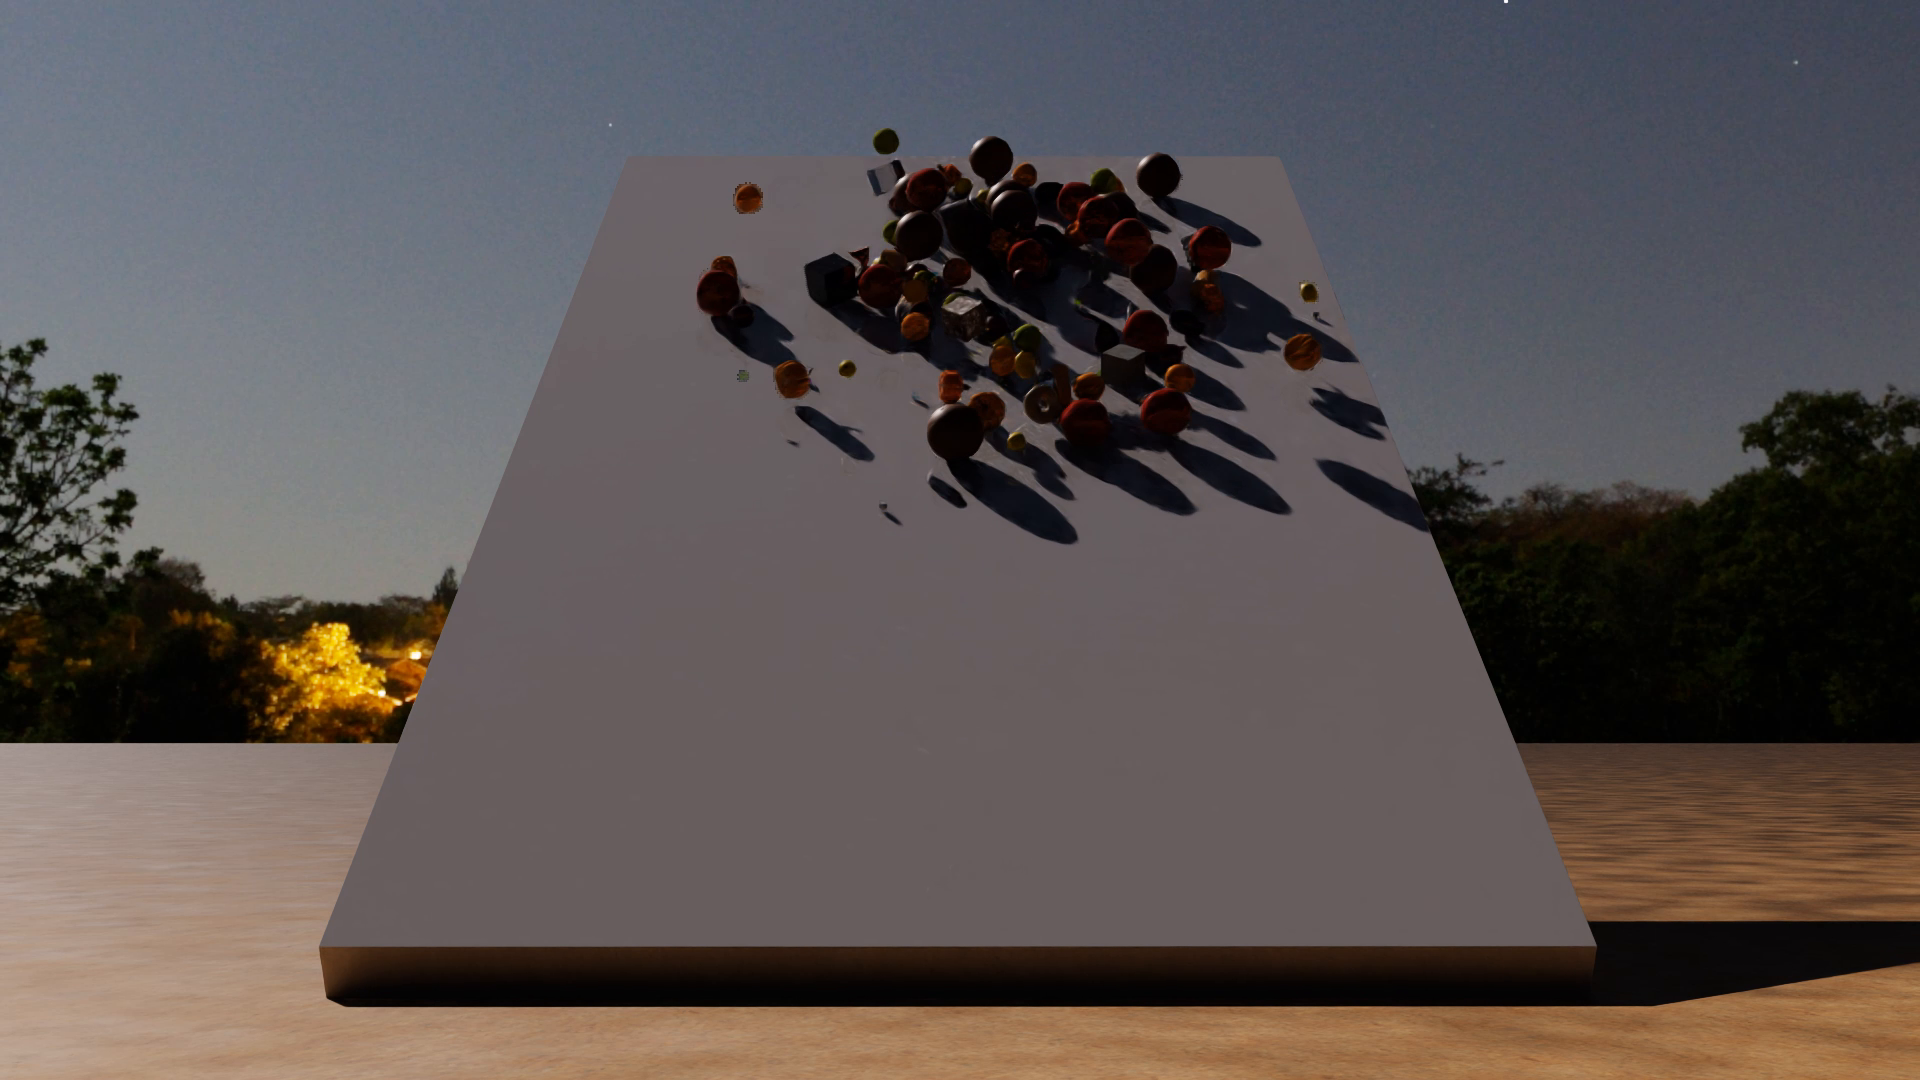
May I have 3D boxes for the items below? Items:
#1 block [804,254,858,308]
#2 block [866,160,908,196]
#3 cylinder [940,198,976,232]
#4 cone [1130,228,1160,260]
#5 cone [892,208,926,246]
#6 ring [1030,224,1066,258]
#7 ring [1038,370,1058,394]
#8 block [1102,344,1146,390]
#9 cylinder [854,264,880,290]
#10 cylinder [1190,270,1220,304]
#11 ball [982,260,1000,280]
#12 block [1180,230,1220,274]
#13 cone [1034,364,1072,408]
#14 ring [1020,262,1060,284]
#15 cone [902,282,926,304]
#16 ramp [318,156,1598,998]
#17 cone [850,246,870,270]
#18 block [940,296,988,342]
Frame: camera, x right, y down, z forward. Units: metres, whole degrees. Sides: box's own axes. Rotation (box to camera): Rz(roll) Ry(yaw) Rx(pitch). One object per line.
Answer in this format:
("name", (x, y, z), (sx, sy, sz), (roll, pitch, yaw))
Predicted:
("block", (-0.335, -0.676, 6.166), (0.093, 0.093, 0.093), (-26, 37, -27))
("block", (-0.210, -1.052, 6.886), (0.077, 0.077, 0.077), (-16, 10, 29))
("cylinder", (-0.005, -0.904, 6.606), (0.077, 0.077, 0.077), (-16, -8, 11))
("cone", (0.506, -0.818, 6.478), (0.082, 0.082, 0.082), (0, 27, 0))
("cone", (-0.141, -0.876, 6.576), (0.094, 0.094, 0.094), (0, 27, 0))
("ring", (0.242, -0.815, 6.475), (0.108, 0.108, 0.036), (2, -33, -27))
("ring", (0.205, -0.343, 5.517), (0.036, 0.108, 0.108), (-5, -6, 10))
("block", (0.393, -0.417, 5.696), (0.076, 0.076, 0.076), (19, 33, 33))
("cylinder", (-0.249, -0.693, 6.223), (0.054, 0.054, 0.054), (31, -20, -28))
("cylinder", (0.640, -0.659, 6.179), (0.071, 0.071, 0.071), (-1, 26, 16))
("ball", (0.083, -0.718, 6.312), (0.052, 0.052, 0.052), (0, -5, 0))
("block", (0.645, -0.777, 6.379), (0.076, 0.076, 0.076), (-19, 26, 8))
("cone", (0.239, -0.345, 5.587), (0.098, 0.098, 0.098), (-25, -29, -15))
("ring", (0.213, -0.713, 6.323), (0.102, 0.034, 0.102), (-1, 25, 0))
("cone", (-0.115, -0.647, 6.193), (0.063, 0.063, 0.063), (-1, 12, 10))
("ramp", (-0.011, -0.227, 5.513), (2.000, 0.100, 4.000), (0, 27, 0))
("cone", (-0.251, -0.730, 6.173), (0.056, 0.056, 0.056), (-19, 11, 4))
("block", (0.011, -0.547, 5.854), (0.076, 0.076, 0.076), (-33, 39, -32))
